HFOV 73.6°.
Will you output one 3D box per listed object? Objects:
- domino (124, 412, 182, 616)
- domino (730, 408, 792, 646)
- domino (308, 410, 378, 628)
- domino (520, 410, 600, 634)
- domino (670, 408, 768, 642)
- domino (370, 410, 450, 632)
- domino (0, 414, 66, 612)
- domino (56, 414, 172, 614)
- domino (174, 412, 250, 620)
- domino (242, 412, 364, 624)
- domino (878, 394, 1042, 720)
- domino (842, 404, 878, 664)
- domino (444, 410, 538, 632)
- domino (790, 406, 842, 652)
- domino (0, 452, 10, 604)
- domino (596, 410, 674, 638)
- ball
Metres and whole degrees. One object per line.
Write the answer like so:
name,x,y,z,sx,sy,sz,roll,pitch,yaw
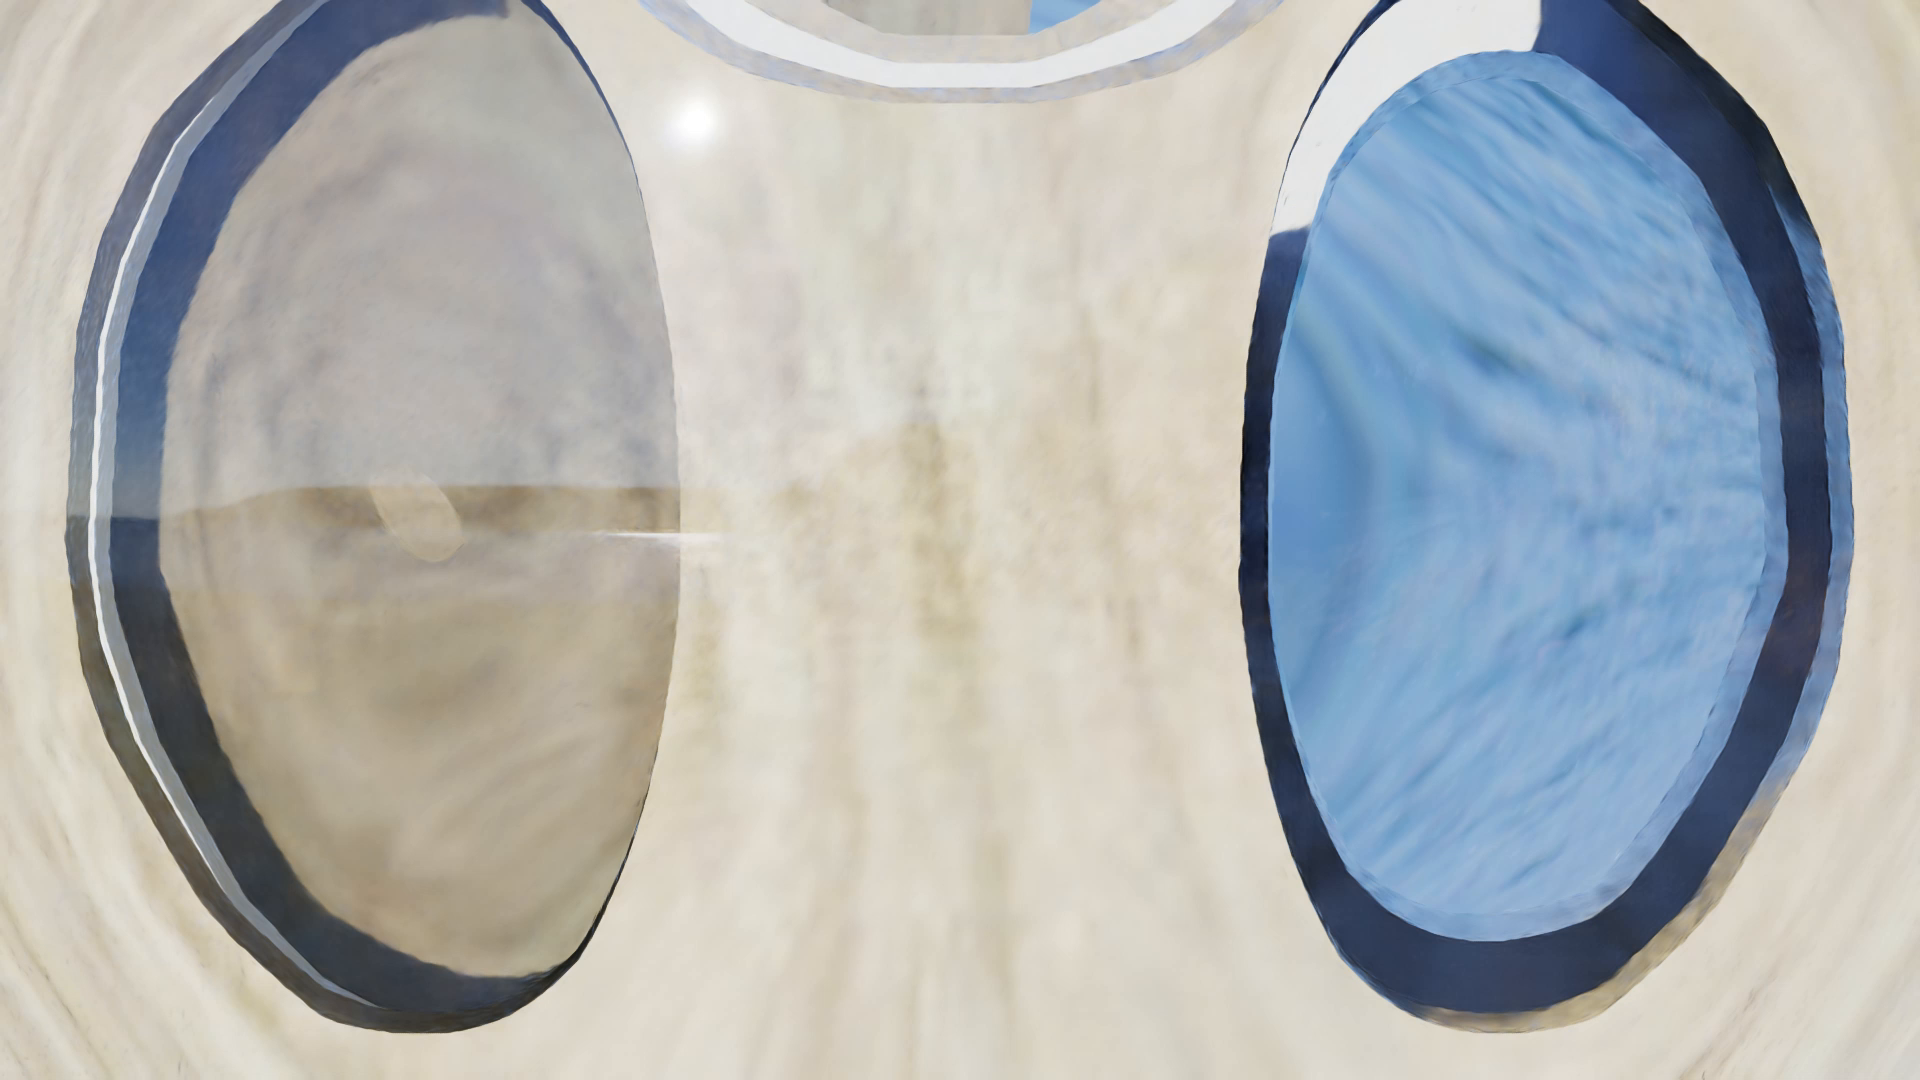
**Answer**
domino,-0.198,-0.007,0.328,0.010,0.050,0.025,1,4,16
domino,-0.039,-0.004,0.282,0.009,0.050,0.025,2,5,25
domino,-0.141,-0.006,0.307,0.009,0.050,0.025,2,5,22
domino,-0.091,-0.005,0.298,0.009,0.050,0.025,1,4,7
domino,-0.054,-0.004,0.288,0.009,0.050,0.025,2,5,20
domino,-0.126,-0.005,0.302,0.009,0.050,0.025,1,4,13
domino,-0.235,-0.007,0.334,0.010,0.050,0.025,0,4,-1
domino,-0.219,-0.007,0.333,0.009,0.050,0.025,1,4,7
domino,-0.182,-0.007,0.323,0.009,0.050,0.025,1,5,19
domino,-0.162,-0.006,0.316,0.009,0.050,0.025,2,5,22
domino,0.000,0.002,0.201,0.025,0.050,0.009,0,4,0
domino,-0.010,-0.002,0.258,0.025,0.050,0.010,-3,5,-34
domino,-0.109,-0.005,0.300,0.009,0.050,0.025,0,4,6
domino,-0.023,-0.003,0.273,0.009,0.050,0.025,4,6,40
domino,-0.259,-0.007,0.332,0.009,0.050,0.025,-1,4,-9
domino,-0.072,-0.005,0.294,0.009,0.050,0.025,1,4,16
ball,0.000,-0.002,0.056,0.080,0.080,0.080,0,4,0
